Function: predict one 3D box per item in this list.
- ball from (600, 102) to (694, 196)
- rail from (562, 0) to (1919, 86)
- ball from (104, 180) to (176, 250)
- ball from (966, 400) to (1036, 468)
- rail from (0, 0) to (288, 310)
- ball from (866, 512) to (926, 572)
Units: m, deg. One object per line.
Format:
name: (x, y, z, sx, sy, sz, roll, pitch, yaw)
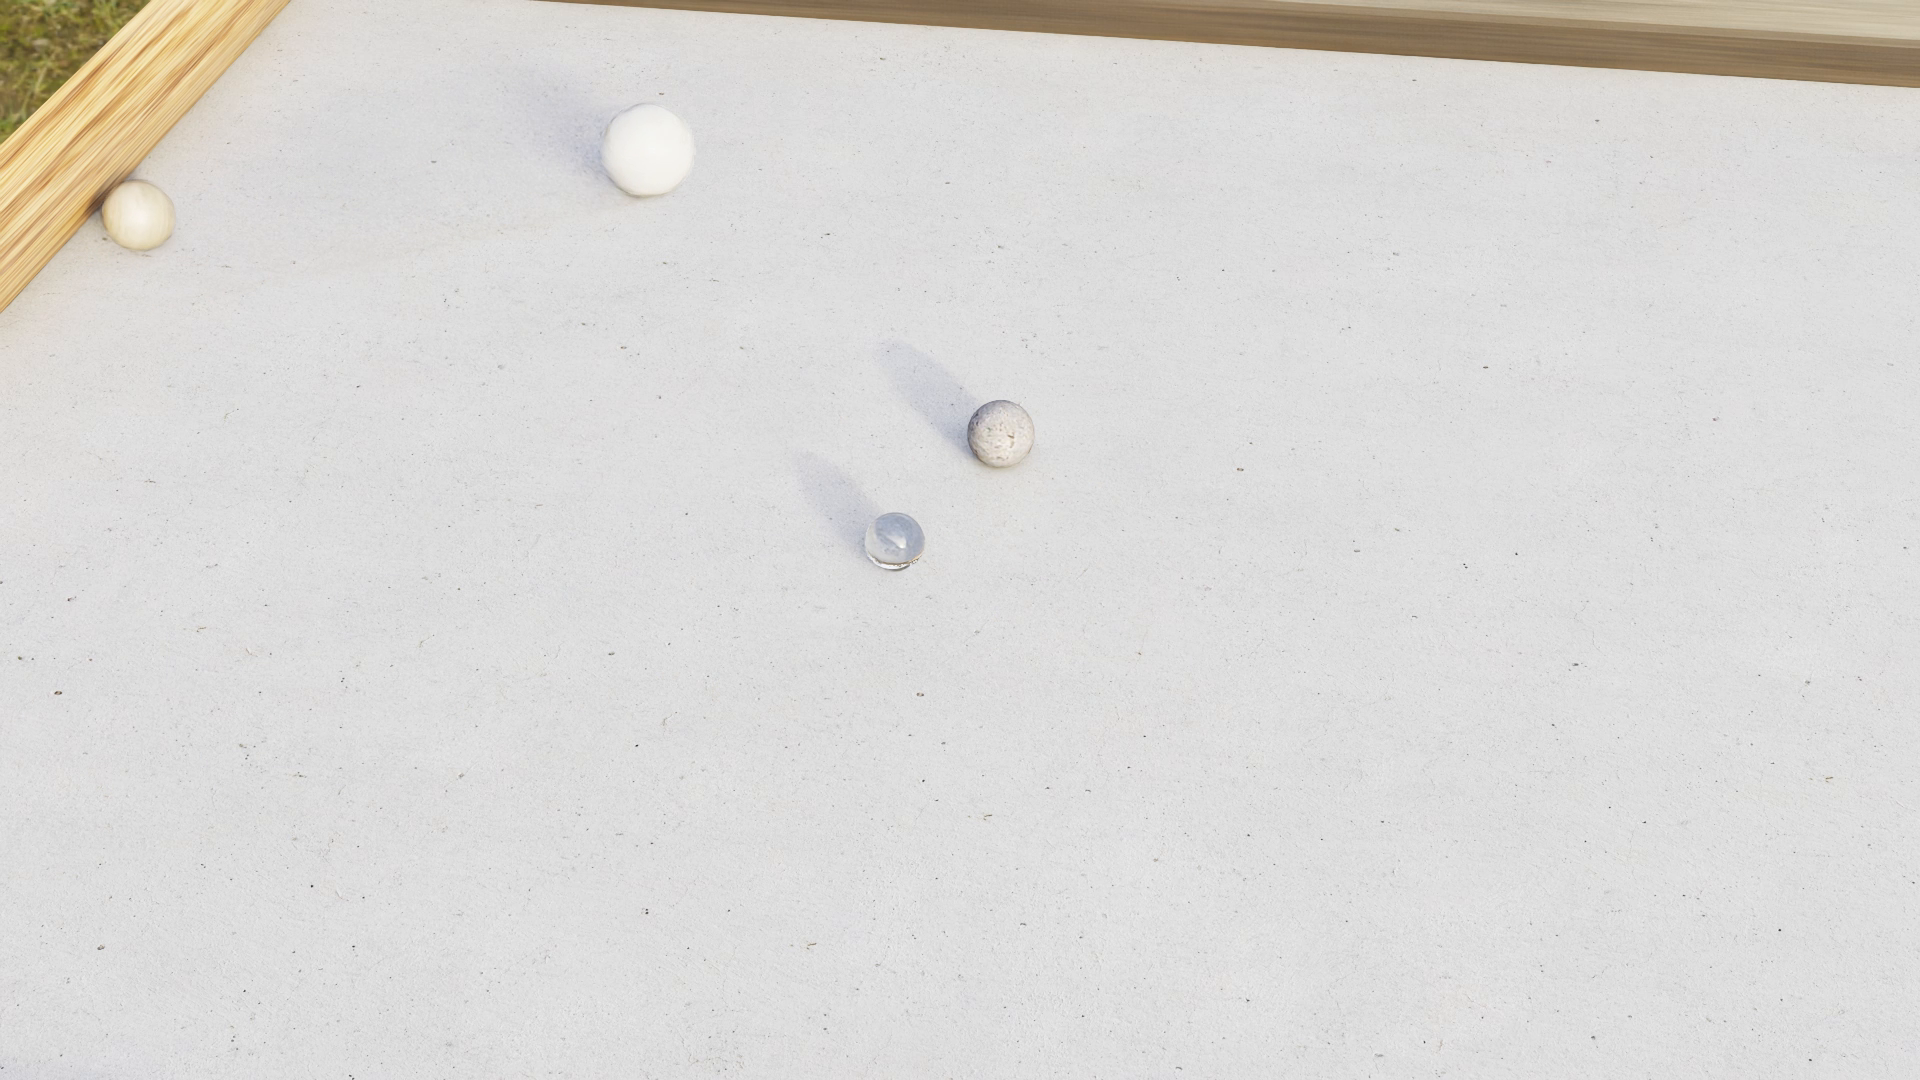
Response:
ball: (-0.290, -0.362, 2.377, 0.086, 0.086, 0.086, 0, 35, 0)
rail: (1.017, -0.492, 2.526, 3.520, 0.128, 0.045, 5, 35, 7)
ball: (-0.734, -0.290, 2.294, 0.062, 0.062, 0.062, 0, 35, 0)
ball: (0.032, -0.083, 2.004, 0.053, 0.053, 0.053, 0, 35, 0)
rail: (-0.846, -0.102, 1.964, 0.045, 0.128, 1.970, 5, 35, 7)
ball: (-0.048, 0.001, 1.891, 0.044, 0.044, 0.044, 0, 35, 0)
